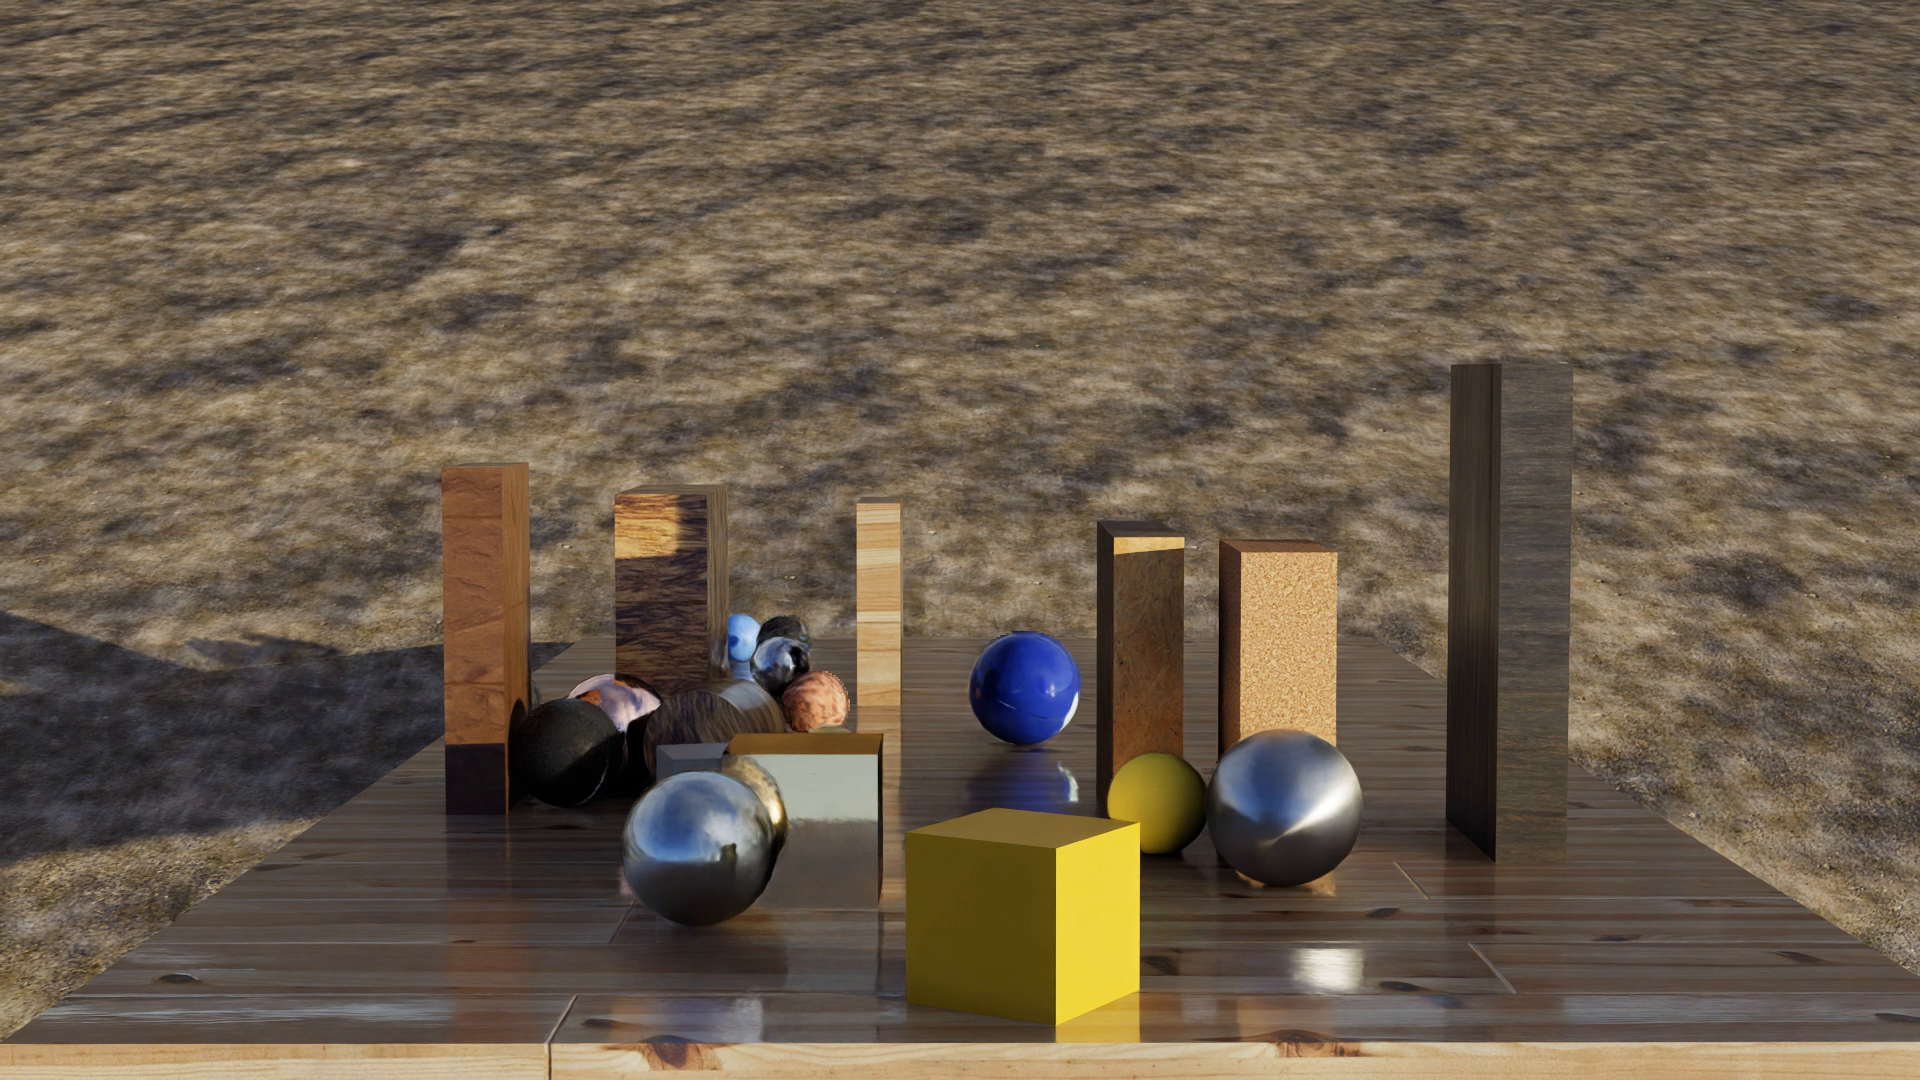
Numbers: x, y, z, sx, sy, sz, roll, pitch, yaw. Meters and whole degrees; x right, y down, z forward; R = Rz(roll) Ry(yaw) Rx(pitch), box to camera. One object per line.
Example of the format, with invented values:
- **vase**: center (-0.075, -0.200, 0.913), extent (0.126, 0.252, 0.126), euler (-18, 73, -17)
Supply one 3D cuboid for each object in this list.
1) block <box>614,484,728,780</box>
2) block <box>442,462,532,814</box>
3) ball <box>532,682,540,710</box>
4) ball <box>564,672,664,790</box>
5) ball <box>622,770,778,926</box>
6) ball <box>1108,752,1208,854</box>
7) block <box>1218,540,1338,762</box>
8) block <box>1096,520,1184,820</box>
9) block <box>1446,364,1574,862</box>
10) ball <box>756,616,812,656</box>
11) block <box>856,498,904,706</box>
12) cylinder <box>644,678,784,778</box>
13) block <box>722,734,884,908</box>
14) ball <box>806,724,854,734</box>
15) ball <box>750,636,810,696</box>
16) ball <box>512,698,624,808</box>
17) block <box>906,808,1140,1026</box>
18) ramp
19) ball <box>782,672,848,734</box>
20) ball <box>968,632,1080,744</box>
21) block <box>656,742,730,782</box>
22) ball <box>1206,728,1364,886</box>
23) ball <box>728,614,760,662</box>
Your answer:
- **block**: center (-0.487, 0.147, 4.384), extent (0.150, 0.468, 0.390), euler (0, 4, 0)
- **block**: center (-0.730, 0.145, 3.975), extent (0.090, 0.523, 0.245), euler (0, 4, 0)
- **ball**: center (-0.828, 0.299, 4.664), extent (0.131, 0.131, 0.131), euler (0, 20, 0)
- **ball**: center (-0.555, 0.305, 4.104), extent (0.187, 0.187, 0.187), euler (0, 20, 0)
- **ball**: center (-0.313, 0.369, 3.083), extent (0.186, 0.186, 0.186), euler (0, 20, 0)
- **ball**: center (0.274, 0.363, 3.540), extent (0.141, 0.141, 0.141), euler (0, 20, 0)
- **block**: center (0.437, 0.220, 3.563), extent (0.127, 0.425, 0.287), euler (0, 4, 0)
- **block**: center (0.264, 0.200, 3.814), extent (0.098, 0.434, 0.425), euler (0, 4, 0)
- **block**: center (0.773, 0.089, 3.633), extent (0.096, 0.675, 0.353), euler (0, 4, 0)
- **ball**: center (-0.395, 0.232, 5.766), extent (0.126, 0.126, 0.126), euler (0, 20, 0)
- **block**: center (-0.164, 0.121, 5.297), extent (0.087, 0.406, 0.282), euler (0, 4, 0)
- **cylinder**: center (-0.384, 0.314, 4.034), extent (0.177, 0.177, 0.177), euler (4, 3, 11)
- **block**: center (-0.197, 0.355, 3.270), extent (0.192, 0.192, 0.192), euler (0, 4, 0)
- **ball**: center (-0.204, 0.346, 4.009), extent (0.117, 0.117, 0.117), euler (0, 20, 0)
- **ball**: center (-0.372, 0.261, 5.317), extent (0.124, 0.124, 0.124), euler (0, 20, 0)
- **ball**: center (-0.601, 0.326, 3.933), extent (0.168, 0.168, 0.168), euler (0, 20, 0)
- **block**: center (0.068, 0.394, 2.722), extent (0.181, 0.181, 0.181), euler (2, 4, 32)
- **ramp**: center (0.047, 0.422, 4.534), extent (2.000, 0.100, 4.000), euler (0, 4, 0)
- **ball**: center (-0.266, 0.302, 4.696), extent (0.121, 0.121, 0.121), euler (0, 20, 0)
- **ball**: center (0.116, 0.266, 4.608), extent (0.201, 0.201, 0.201), euler (0, 20, 0)
- **block**: center (-0.333, 0.362, 3.533), extent (0.146, 0.146, 0.146), euler (-1, 4, -16)
- **ball**: center (0.420, 0.346, 3.325), extent (0.204, 0.204, 0.204), euler (0, 20, 0)
- **ball**: center (-0.513, 0.227, 5.966), extent (0.111, 0.111, 0.111), euler (0, 20, 0)
